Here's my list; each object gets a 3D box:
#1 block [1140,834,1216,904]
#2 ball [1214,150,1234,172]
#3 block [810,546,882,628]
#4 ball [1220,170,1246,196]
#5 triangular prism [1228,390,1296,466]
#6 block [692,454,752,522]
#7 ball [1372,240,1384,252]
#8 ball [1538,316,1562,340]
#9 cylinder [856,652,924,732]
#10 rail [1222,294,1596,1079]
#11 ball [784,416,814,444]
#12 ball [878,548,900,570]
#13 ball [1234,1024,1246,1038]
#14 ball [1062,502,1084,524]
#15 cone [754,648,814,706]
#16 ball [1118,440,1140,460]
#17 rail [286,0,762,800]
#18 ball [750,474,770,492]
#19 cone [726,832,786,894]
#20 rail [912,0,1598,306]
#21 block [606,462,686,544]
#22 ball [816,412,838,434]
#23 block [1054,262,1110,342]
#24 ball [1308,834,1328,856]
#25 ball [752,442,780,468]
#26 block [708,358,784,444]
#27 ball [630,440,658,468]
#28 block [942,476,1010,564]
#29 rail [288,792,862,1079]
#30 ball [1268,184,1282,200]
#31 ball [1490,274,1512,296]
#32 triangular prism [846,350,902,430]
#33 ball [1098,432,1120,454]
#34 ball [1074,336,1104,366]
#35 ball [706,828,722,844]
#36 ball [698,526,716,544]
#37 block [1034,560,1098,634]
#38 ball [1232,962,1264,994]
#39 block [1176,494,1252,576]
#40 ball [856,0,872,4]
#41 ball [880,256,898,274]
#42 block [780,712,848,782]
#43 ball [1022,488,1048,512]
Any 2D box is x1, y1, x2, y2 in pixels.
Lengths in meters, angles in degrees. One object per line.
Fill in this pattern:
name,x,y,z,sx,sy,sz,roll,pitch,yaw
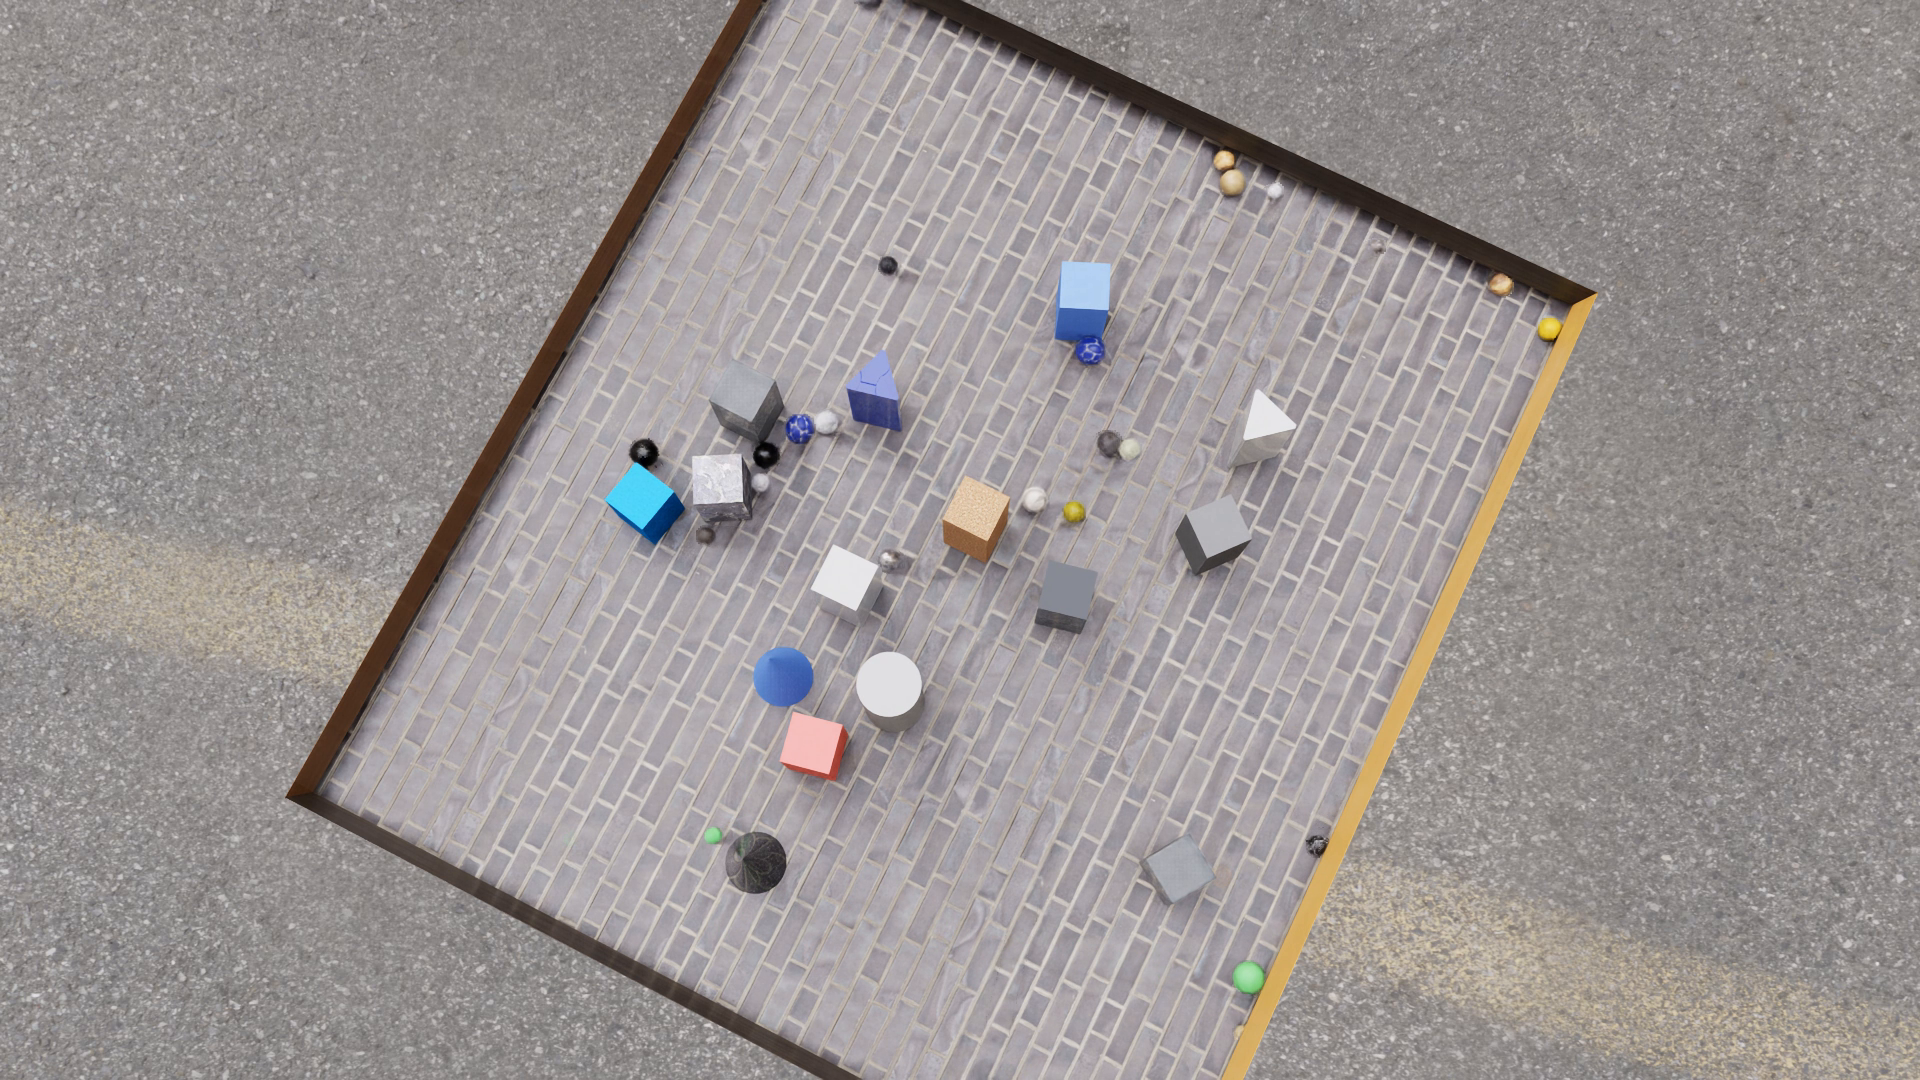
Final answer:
block,0.627,0.954,5.305,0.145,0.224,0.145,-30,80,-6
ball,0.841,-1.207,5.832,0.065,0.065,0.065,0,78,0
block,-0.331,0.140,5.421,0.145,0.325,0.145,25,79,5
ball,0.866,-1.133,5.808,0.082,0.082,0.082,0,78,0
triangular prism,0.887,-0.343,5.516,0.157,0.334,0.136,-14,79,-3
block,-0.714,-0.154,5.520,0.145,0.251,0.145,-3,78,-1
ball,1.320,-0.928,5.787,0.041,0.041,0.041,0,78,0
ball,1.840,-0.660,5.716,0.072,0.072,0.072,0,78,0
cylinder,-0.198,0.444,5.306,0.182,0.429,0.182,0,78,0
rail,1.245,0.616,5.428,0.045,0.118,3.145,26,80,5
ball,-0.495,-0.340,5.642,0.088,0.088,0.088,0,78,0
ball,-0.214,0.059,5.569,0.070,0.070,0.070,0,78,0
ball,0.814,1.423,5.301,0.041,0.041,0.041,0,78,0
ball,0.347,-0.085,5.600,0.067,0.067,0.067,0,78,0
cone,-0.533,0.372,5.332,0.182,0.406,0.182,0,78,0
ball,0.521,-0.278,5.642,0.063,0.063,0.063,0,78,0
rail,-1.245,-0.603,5.680,0.045,0.118,3.145,26,80,5
ball,-0.613,-0.174,5.623,0.057,0.057,0.057,0,78,0
cone,-0.604,0.920,5.254,0.182,0.337,0.182,0,78,0
rail,0.693,-1.350,5.834,2.831,0.118,0.045,26,80,5
block,-0.946,-0.108,5.519,0.145,0.233,0.145,37,81,7
ball,-0.412,-0.362,5.655,0.071,0.071,0.071,0,78,0
block,0.373,-0.727,5.610,0.145,0.307,0.145,3,78,1
ball,1.055,0.900,5.398,0.063,0.063,0.063,0,78,0
ball,-0.596,-0.260,5.629,0.080,0.080,0.080,0,78,0
block,-0.644,-0.414,5.556,0.145,0.286,0.145,27,80,5
ball,-0.969,-0.266,5.627,0.087,0.087,0.087,0,78,0
block,0.047,-0.058,5.456,0.145,0.337,0.145,26,80,5
rail,-0.693,1.363,5.273,2.831,0.118,0.045,26,80,5
ball,1.000,-1.105,5.821,0.047,0.047,0.047,0,78,0
ball,1.696,-0.802,5.748,0.067,0.067,0.067,0,78,0
triangular prism,-0.240,-0.457,5.531,0.157,0.353,0.136,14,79,3
ball,0.457,-0.299,5.642,0.071,0.071,0.071,0,78,0
ball,0.402,-0.588,5.692,0.090,0.090,0.090,0,78,0
ball,-0.726,0.872,5.412,0.047,0.047,0.047,0,78,0
ball,-0.774,-0.013,5.592,0.053,0.053,0.053,0,78,0
block,0.312,0.172,5.439,0.145,0.278,0.145,14,79,3
ball,0.836,1.269,5.308,0.091,0.091,0.091,0,78,0
block,0.755,-0.012,5.474,0.145,0.283,0.145,-23,79,-5
ball,-0.312,-1.777,5.945,0.075,0.075,0.075,0,78,0
ball,-0.224,-0.865,5.766,0.056,0.056,0.056,0,78,0
block,-0.424,0.606,5.350,0.145,0.276,0.145,14,79,3
ball,0.228,-0.122,5.601,0.079,0.079,0.079,0,78,0
